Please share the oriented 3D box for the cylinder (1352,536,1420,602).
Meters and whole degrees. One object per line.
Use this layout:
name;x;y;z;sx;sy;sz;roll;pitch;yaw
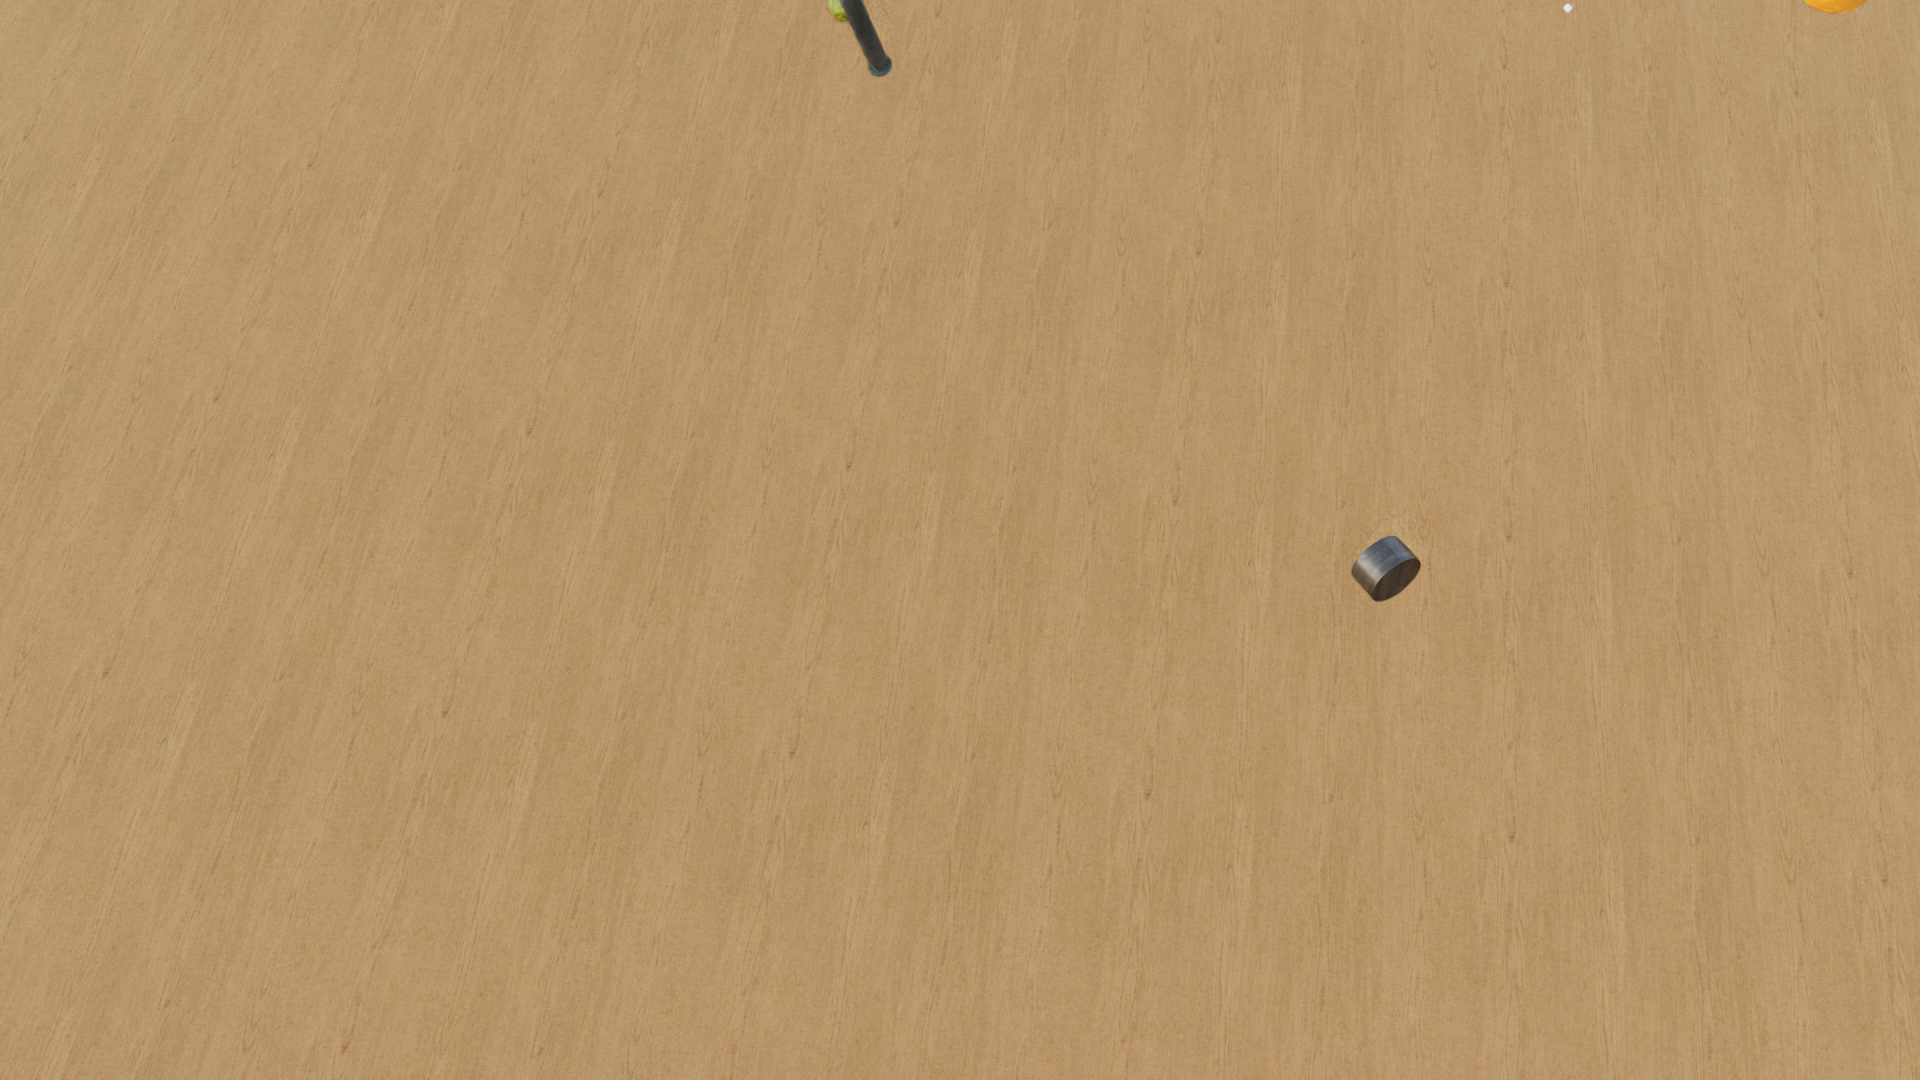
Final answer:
cylinder;0.797;0.053;4.115;0.113;0.111;0.063;-27;57;-17
